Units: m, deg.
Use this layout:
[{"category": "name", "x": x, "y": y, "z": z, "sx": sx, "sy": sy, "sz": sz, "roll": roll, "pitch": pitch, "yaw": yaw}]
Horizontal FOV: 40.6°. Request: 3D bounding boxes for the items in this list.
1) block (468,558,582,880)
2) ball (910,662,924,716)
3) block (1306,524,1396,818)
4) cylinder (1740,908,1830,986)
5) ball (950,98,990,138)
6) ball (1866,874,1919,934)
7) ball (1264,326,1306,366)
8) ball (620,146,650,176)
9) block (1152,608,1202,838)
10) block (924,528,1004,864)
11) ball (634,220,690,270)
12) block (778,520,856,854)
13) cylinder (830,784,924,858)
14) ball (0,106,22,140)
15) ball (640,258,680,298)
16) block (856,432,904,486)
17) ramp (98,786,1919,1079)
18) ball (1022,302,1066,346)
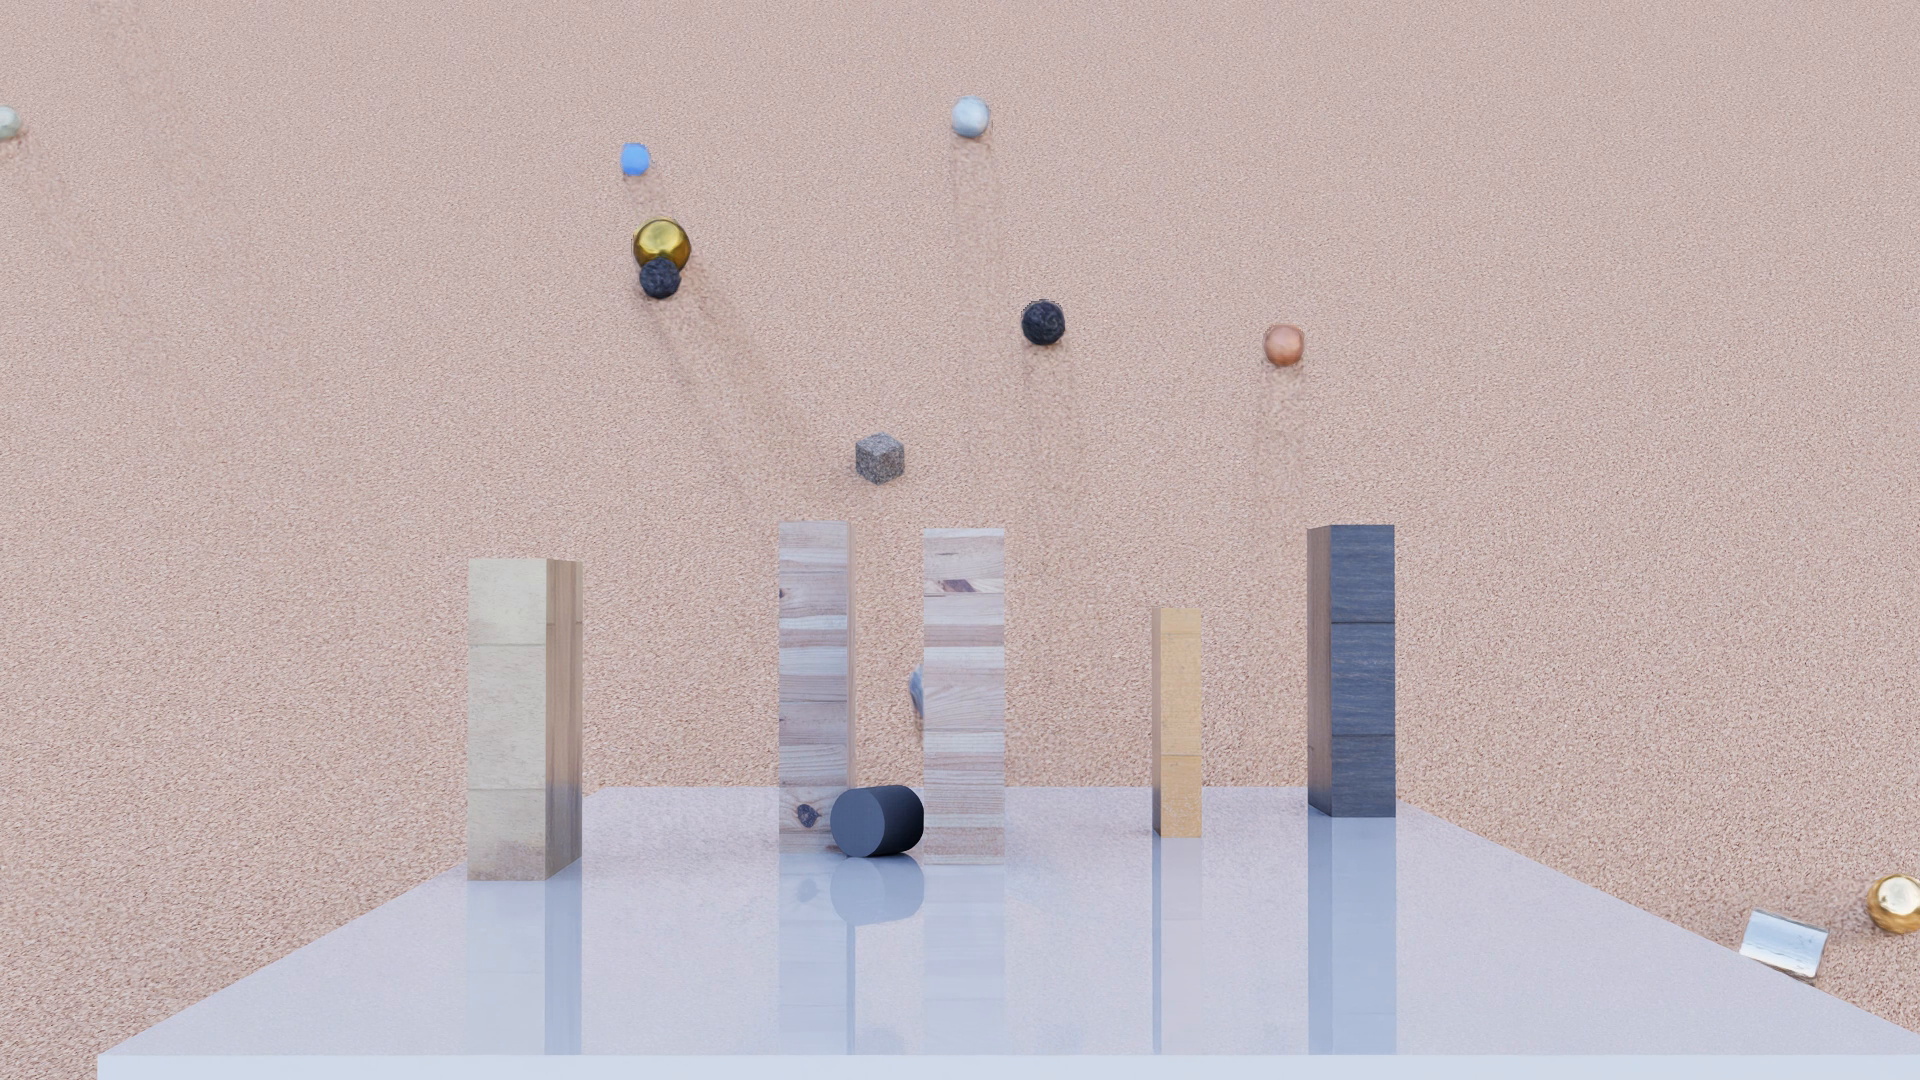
[{"category": "block", "x": -0.789, "y": 0.318, "z": 4.737, "sx": 0.135, "sy": 0.560, "sz": 0.441, "roll": 0, "pitch": -1, "yaw": 0}, {"category": "ball", "x": -0.042, "y": 0.409, "z": 7.110, "sx": 0.191, "sy": 0.191, "sz": 0.191, "roll": 0, "pitch": 34, "yaw": 0}, {"category": "block", "x": 0.906, "y": 0.299, "z": 6.030, "sx": 0.143, "sy": 0.657, "sz": 0.406, "roll": 0, "pitch": -1, "yaw": 0}, {"category": "cylinder", "x": 1.978, "y": 0.997, "z": 6.244, "sx": 0.175, "sy": 0.175, "sz": 0.175, "roll": 16, "pitch": 37, "yaw": 23}, {"category": "ball", "x": 0.040, "y": -1.669, "z": 10.260, "sx": 0.155, "sy": 0.155, "sz": 0.155, "roll": 0, "pitch": 34, "yaw": 0}, {"category": "ball", "x": 2.317, "y": 0.900, "z": 6.413, "sx": 0.148, "sy": 0.148, "sz": 0.148, "roll": 0, "pitch": 34, "yaw": 0}, {"category": "ball", "x": 1.094, "y": -0.655, "z": 8.754, "sx": 0.138, "sy": 0.138, "sz": 0.138, "roll": 0, "pitch": 34, "yaw": 0}, {"category": "ball", "x": -1.252, "y": -1.460, "z": 9.980, "sx": 0.117, "sy": 0.117, "sz": 0.117, "roll": 0, "pitch": 34, "yaw": 0}, {"category": "block", "x": 0.455, "y": 0.379, "z": 5.462, "sx": 0.084, "sy": 0.471, "sz": 0.248, "roll": 0, "pitch": -1, "yaw": 0}, {"category": "block", "x": 0.007, "y": 0.293, "z": 4.986, "sx": 0.149, "sy": 0.620, "sz": 0.396, "roll": 0, "pitch": -1, "yaw": 0}, {"category": "ball", "x": -1.065, "y": -1.044, "z": 9.277, "sx": 0.205, "sy": 0.205, "sz": 0.205, "roll": 0, "pitch": 34, "yaw": 0}, {"category": "block", "x": -0.284, "y": 0.288, "z": 5.219, "sx": 0.131, "sy": 0.641, "sz": 0.418, "roll": 0, "pitch": -1, "yaw": 0}, {"category": "cylinder", "x": -0.158, "y": 0.538, "z": 4.978, "sx": 0.130, "sy": 0.130, "sz": 0.130, "roll": 26, "pitch": 13, "yaw": 33}, {"category": "ball", "x": -3.778, "y": -1.649, "z": 10.253, "sx": 0.129, "sy": 0.129, "sz": 0.129, "roll": 0, "pitch": 34, "yaw": 0}, {"category": "ball", "x": -1.057, "y": -0.923, "z": 9.151, "sx": 0.143, "sy": 0.143, "sz": 0.143, "roll": 0, "pitch": 34, "yaw": 0}, {"category": "block", "x": -0.252, "y": -0.257, "z": 8.184, "sx": 0.109, "sy": 0.109, "sz": 0.109, "roll": -25, "pitch": 41, "yaw": -32}, {"category": "ramp", "x": 0.075, "y": 0.649, "z": 4.781, "sx": 2.000, "sy": 0.100, "sz": 4.000, "roll": 0, "pitch": -1, "yaw": 0}, {"category": "ball", "x": 0.286, "y": -0.738, "z": 8.869, "sx": 0.150, "sy": 0.150, "sz": 0.150, "roll": 0, "pitch": 34, "yaw": 0}]
